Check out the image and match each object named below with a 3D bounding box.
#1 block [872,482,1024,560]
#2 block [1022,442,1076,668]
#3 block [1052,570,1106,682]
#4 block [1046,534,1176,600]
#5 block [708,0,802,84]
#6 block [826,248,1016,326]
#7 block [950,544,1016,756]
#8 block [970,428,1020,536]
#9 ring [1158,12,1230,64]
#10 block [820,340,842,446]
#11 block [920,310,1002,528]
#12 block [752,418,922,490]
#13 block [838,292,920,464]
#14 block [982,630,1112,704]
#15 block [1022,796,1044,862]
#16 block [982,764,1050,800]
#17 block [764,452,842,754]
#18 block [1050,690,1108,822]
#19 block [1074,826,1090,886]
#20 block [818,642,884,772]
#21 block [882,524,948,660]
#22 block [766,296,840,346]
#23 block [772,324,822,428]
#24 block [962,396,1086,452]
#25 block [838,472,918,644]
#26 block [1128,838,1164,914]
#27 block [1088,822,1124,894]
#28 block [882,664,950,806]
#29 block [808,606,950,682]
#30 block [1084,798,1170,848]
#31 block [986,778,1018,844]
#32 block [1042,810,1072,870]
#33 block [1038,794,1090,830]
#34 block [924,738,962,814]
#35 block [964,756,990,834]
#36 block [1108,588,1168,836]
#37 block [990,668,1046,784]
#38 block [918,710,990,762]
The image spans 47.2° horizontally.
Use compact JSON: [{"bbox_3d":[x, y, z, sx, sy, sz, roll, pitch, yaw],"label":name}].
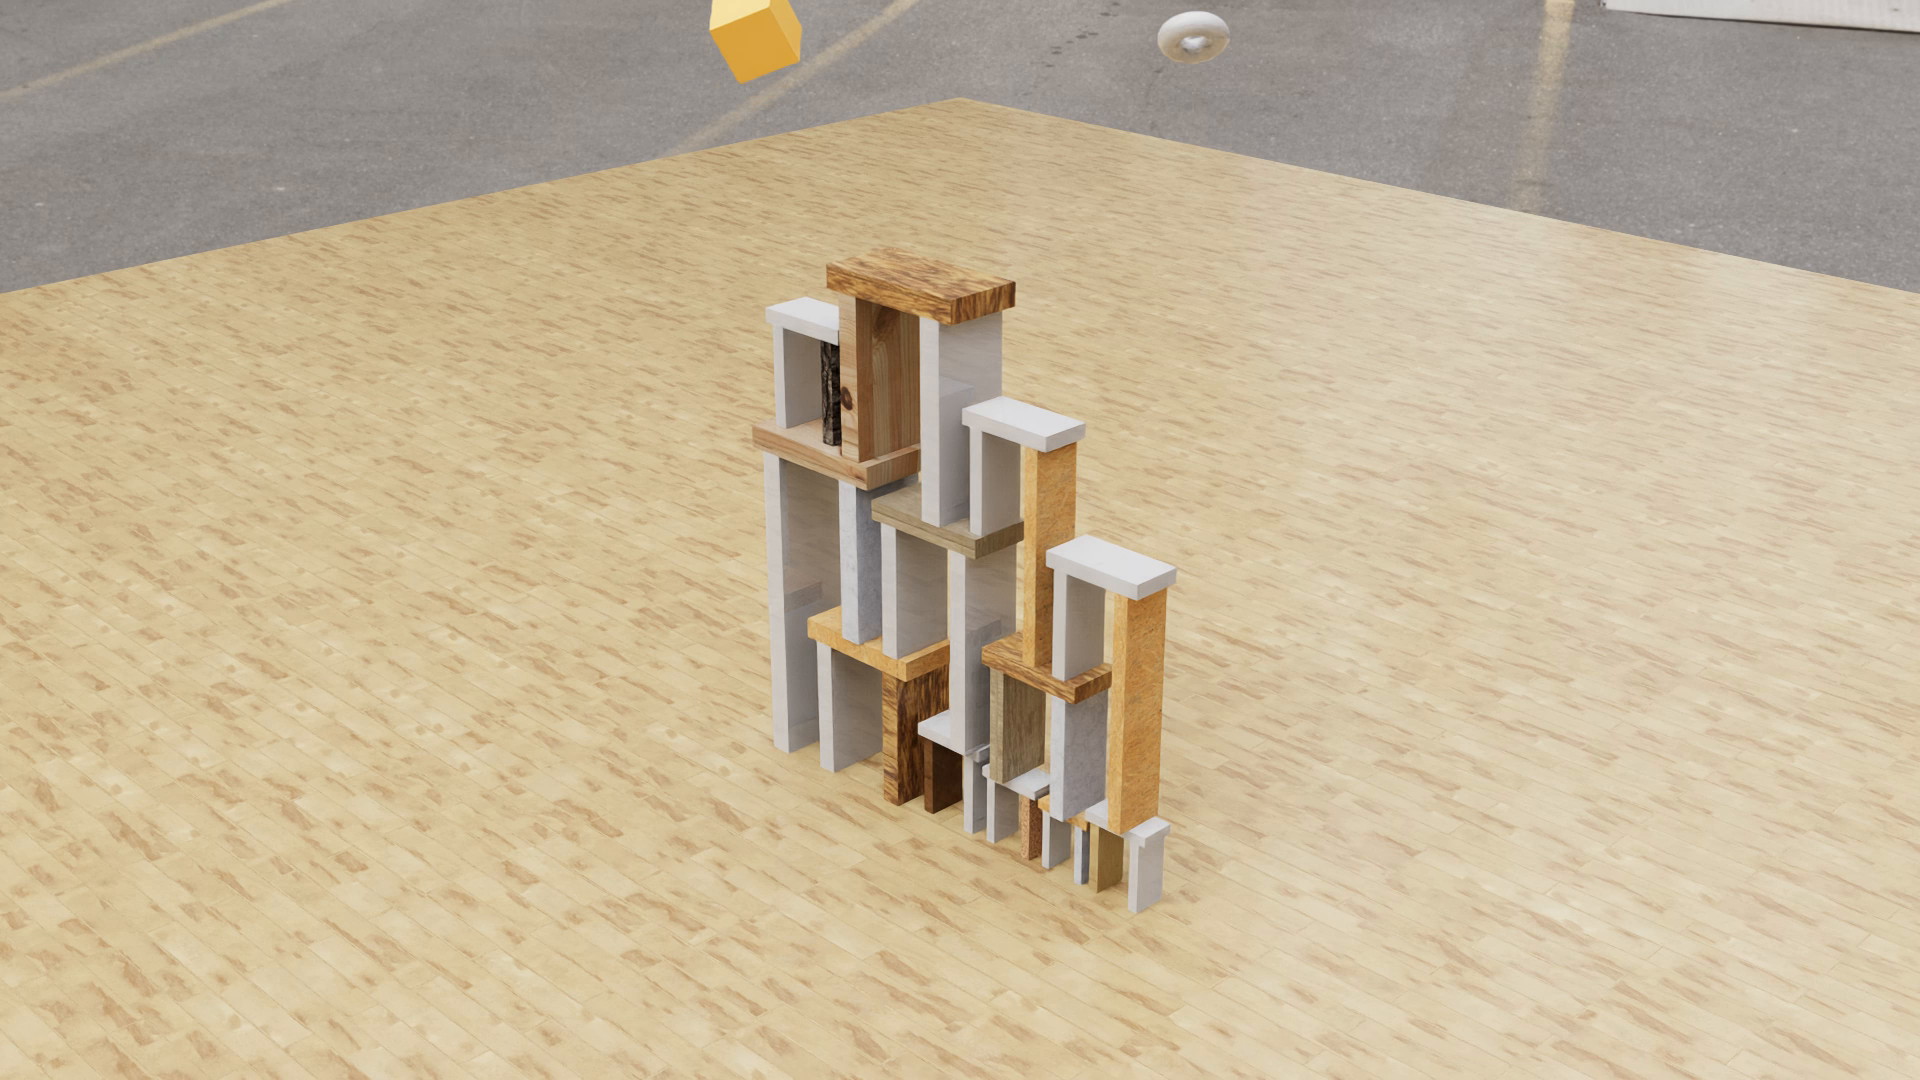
[{"bbox_3d":[-0.022,-0.040,4.223,0.283,0.040,0.141,21,31,40],"label":"block"},{"bbox_3d":[0.165,0.021,4.047,0.105,0.434,0.030,-21,31,-40],"label":"block"},{"bbox_3d":[0.219,0.142,4.040,0.108,0.216,0.031,-21,31,-41],"label":"block"},{"bbox_3d":[0.271,0.048,3.945,0.216,0.031,0.108,21,31,40],"label":"block"},{"bbox_3d":[-0.608,-1.525,6.560,0.198,0.198,0.198,-18,41,15],"label":"block"},{"bbox_3d":[-0.075,-0.476,4.108,0.167,0.047,0.335,-21,31,-41],"label":"block"},{"bbox_3d":[0.045,0.200,4.252,0.040,0.424,0.141,21,31,40],"label":"block"},{"bbox_3d":[0.066,-0.121,4.094,0.030,0.210,0.105,21,31,41],"label":"block"},{"bbox_3d":[0.660,-1.419,6.215,0.204,0.068,0.204,-1,-21,0],"label":"ring"},{"bbox_3d":[-0.223,-0.301,4.341,0.030,0.213,0.107,21,31,41],"label":"block"},{"bbox_3d":[0.003,-0.238,4.123,0.047,0.403,0.167,21,31,40],"label":"block"},{"bbox_3d":[-0.241,-0.188,4.409,0.342,0.048,0.171,21,31,41],"label":"block"},{"bbox_3d":[-0.154,-0.331,4.256,0.047,0.335,0.167,21,31,41],"label":"block"},{"bbox_3d":[0.168,0.236,4.138,0.120,0.034,0.239,-21,31,-40],"label":"block"},{"bbox_3d":[0.151,0.549,4.287,0.020,0.140,0.070,21,31,41],"label":"block"},{"bbox_3d":[0.118,0.462,4.286,0.140,0.020,0.070,21,31,41],"label":"block"},{"bbox_3d":[-0.321,0.114,4.625,0.048,0.677,0.171,21,31,41],"label":"block"},{"bbox_3d":[0.224,0.392,4.142,0.120,0.257,0.034,-21,31,-40],"label":"block"},{"bbox_3d":[0.247,0.592,4.205,0.063,0.125,0.018,-21,31,-41],"label":"block"},{"bbox_3d":[-0.227,0.328,4.612,0.042,0.293,0.147,21,31,41],"label":"block"},{"bbox_3d":[-0.089,0.082,4.347,0.040,0.283,0.141,21,31,41],"label":"block"},{"bbox_3d":[-0.273,-0.433,4.340,0.213,0.030,0.107,21,31,41],"label":"block"},{"bbox_3d":[-0.324,-0.341,4.433,0.030,0.213,0.107,21,31,41],"label":"block"},{"bbox_3d":[0.115,-0.212,4.002,0.105,0.030,0.210,-21,31,-40],"label":"block"},{"bbox_3d":[-0.160,0.023,4.411,0.048,0.342,0.171,21,31,41],"label":"block"},{"bbox_3d":[0.348,0.618,4.115,0.021,0.148,0.074,21,31,41],"label":"block"},{"bbox_3d":[0.279,0.591,4.179,0.021,0.148,0.074,21,31,41],"label":"block"},{"bbox_3d":[-0.089,0.382,4.485,0.042,0.293,0.147,21,31,41],"label":"block"},{"bbox_3d":[-0.158,0.201,4.483,0.293,0.042,0.147,21,31,41],"label":"block"},{"bbox_3d":[0.314,0.527,4.114,0.074,0.021,0.148,-21,31,-41],"label":"block"},{"bbox_3d":[0.085,0.523,4.348,0.020,0.140,0.070,21,31,41],"label":"block"},{"bbox_3d":[0.188,0.569,4.259,0.018,0.125,0.063,21,31,41],"label":"block"},{"bbox_3d":[0.216,0.515,4.204,0.063,0.018,0.125,-21,31,-40],"label":"block"},{"bbox_3d":[-0.033,0.463,4.454,0.024,0.169,0.085,21,31,41],"label":"block"},{"bbox_3d":[0.046,0.494,4.380,0.024,0.169,0.085,21,31,40],"label":"block"},{"bbox_3d":[0.322,0.303,3.999,0.108,0.481,0.031,-21,31,-41],"label":"block"},{"bbox_3d":[0.112,0.340,4.243,0.120,0.239,0.034,-21,31,-41],"label":"block"},{"bbox_3d":[0.006,0.390,4.379,0.169,0.024,0.085,21,31,40],"label":"block"}]
